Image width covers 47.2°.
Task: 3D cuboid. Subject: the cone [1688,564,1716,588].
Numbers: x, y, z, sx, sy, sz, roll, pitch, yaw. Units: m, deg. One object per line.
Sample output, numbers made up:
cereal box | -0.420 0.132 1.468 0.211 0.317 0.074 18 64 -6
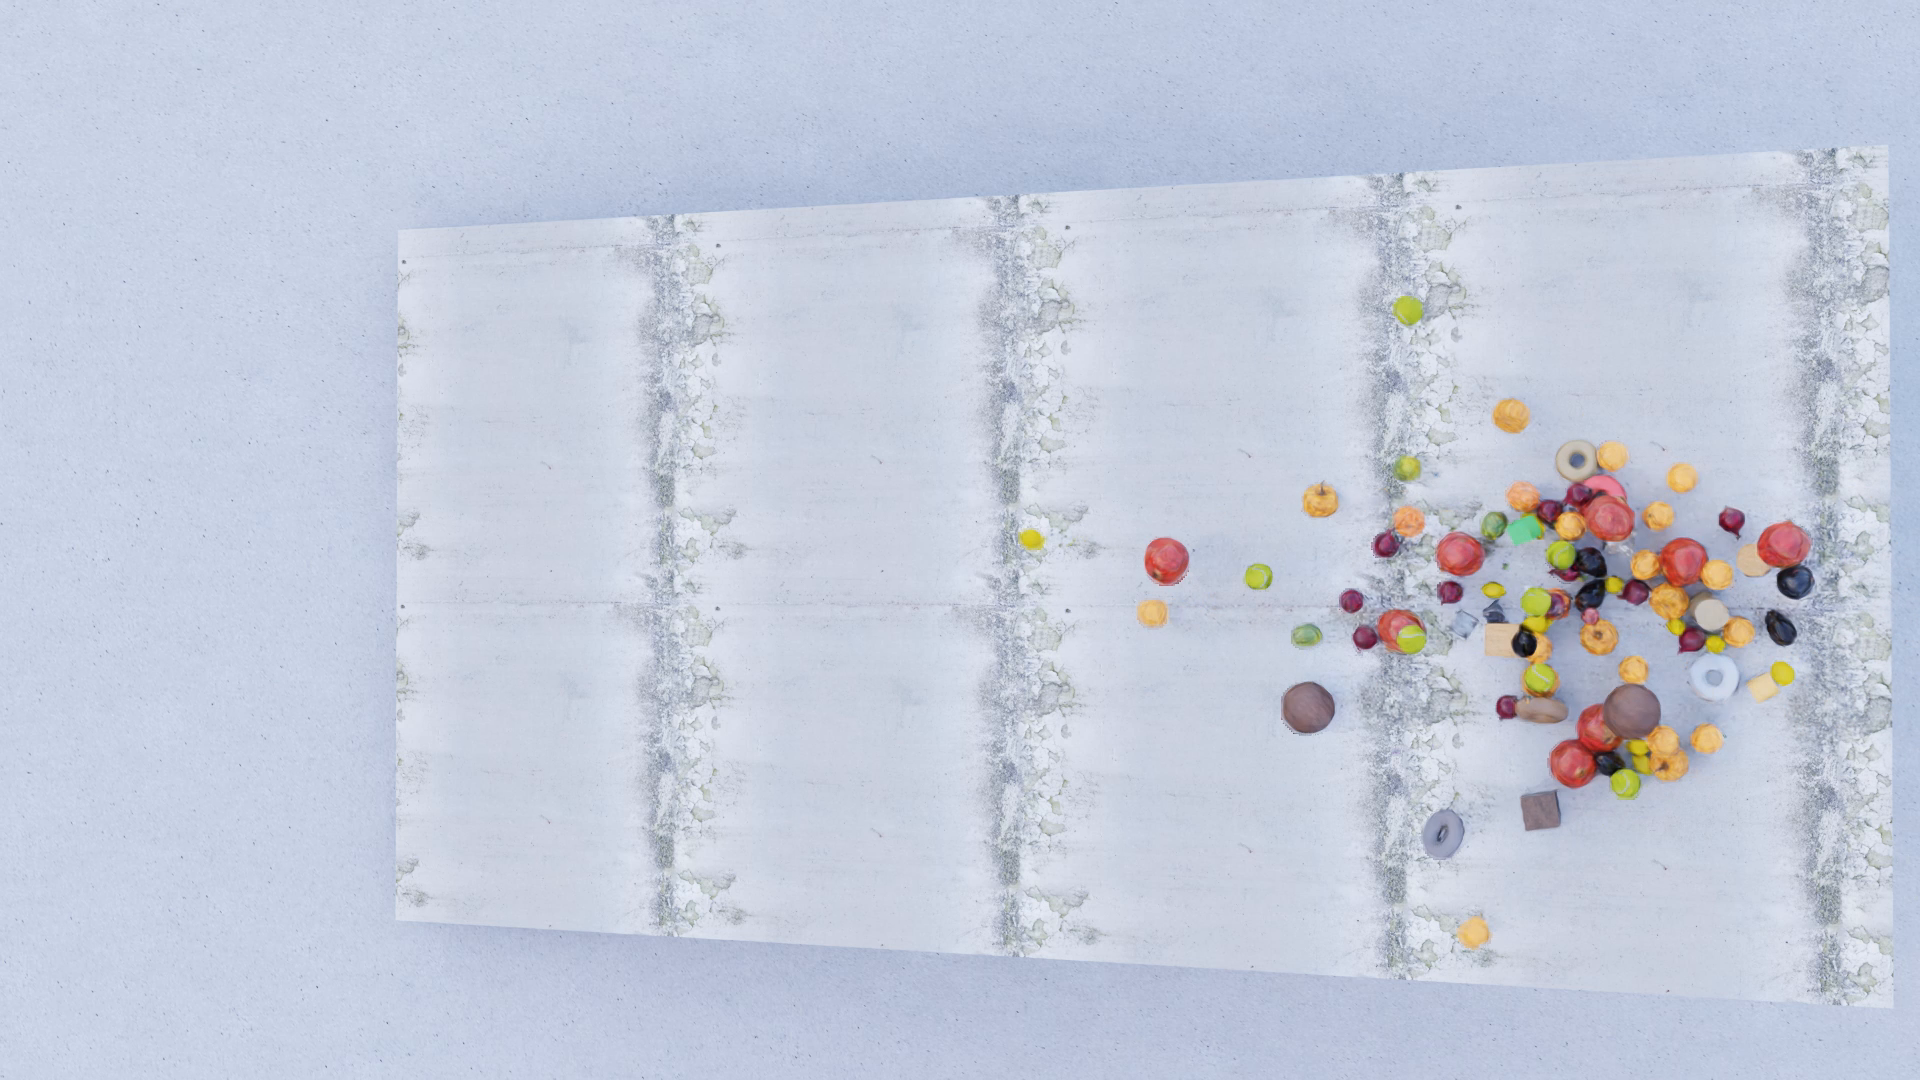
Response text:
cone | 1.751 0.079 5.211 0.058 0.058 0.058 12 89 40

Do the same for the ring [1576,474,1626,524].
ring | 1.540 -0.097 5.284 0.118 0.039 0.118 0 89 15

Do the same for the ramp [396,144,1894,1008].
ramp | 0.278 0.092 5.781 4.000 0.100 2.000 0 89 19

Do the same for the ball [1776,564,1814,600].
ball | 1.944 0.096 5.119 0.084 0.084 0.084 0 89 0

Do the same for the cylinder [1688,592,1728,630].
cylinder | 1.753 0.166 5.151 0.076 0.076 0.076 1 101 7

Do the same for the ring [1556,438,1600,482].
ring | 1.489 -0.191 5.302 0.105 0.035 0.105 1 94 18

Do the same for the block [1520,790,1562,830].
block | 1.400 0.652 5.298 0.081 0.081 0.081 -10 86 18

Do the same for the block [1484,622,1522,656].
block | 1.317 0.241 5.332 0.080 0.080 0.080 0 89 19

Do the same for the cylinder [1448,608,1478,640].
cylinder | 1.231 0.206 5.375 0.054 0.054 0.054 34 100 0

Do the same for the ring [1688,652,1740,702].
ring | 1.781 0.324 5.194 0.116 0.039 0.116 0 90 22

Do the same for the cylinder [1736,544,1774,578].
cylinder | 1.861 0.049 5.148 0.077 0.077 0.077 -2 85 23

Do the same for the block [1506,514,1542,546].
block | 1.357 -0.024 5.289 0.051 0.051 0.051 -26 92 -45

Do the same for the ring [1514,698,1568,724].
ring | 1.395 0.409 5.278 0.127 0.127 0.042 8 72 0

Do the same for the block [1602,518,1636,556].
block | 1.572 -0.006 5.242 0.063 0.063 0.063 7 114 8

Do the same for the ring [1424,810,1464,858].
ring | 1.180 0.716 5.366 0.040 0.120 0.120 20 89 -30

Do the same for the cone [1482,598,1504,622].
cone | 1.303 0.163 5.357 0.054 0.054 0.054 22 56 0
